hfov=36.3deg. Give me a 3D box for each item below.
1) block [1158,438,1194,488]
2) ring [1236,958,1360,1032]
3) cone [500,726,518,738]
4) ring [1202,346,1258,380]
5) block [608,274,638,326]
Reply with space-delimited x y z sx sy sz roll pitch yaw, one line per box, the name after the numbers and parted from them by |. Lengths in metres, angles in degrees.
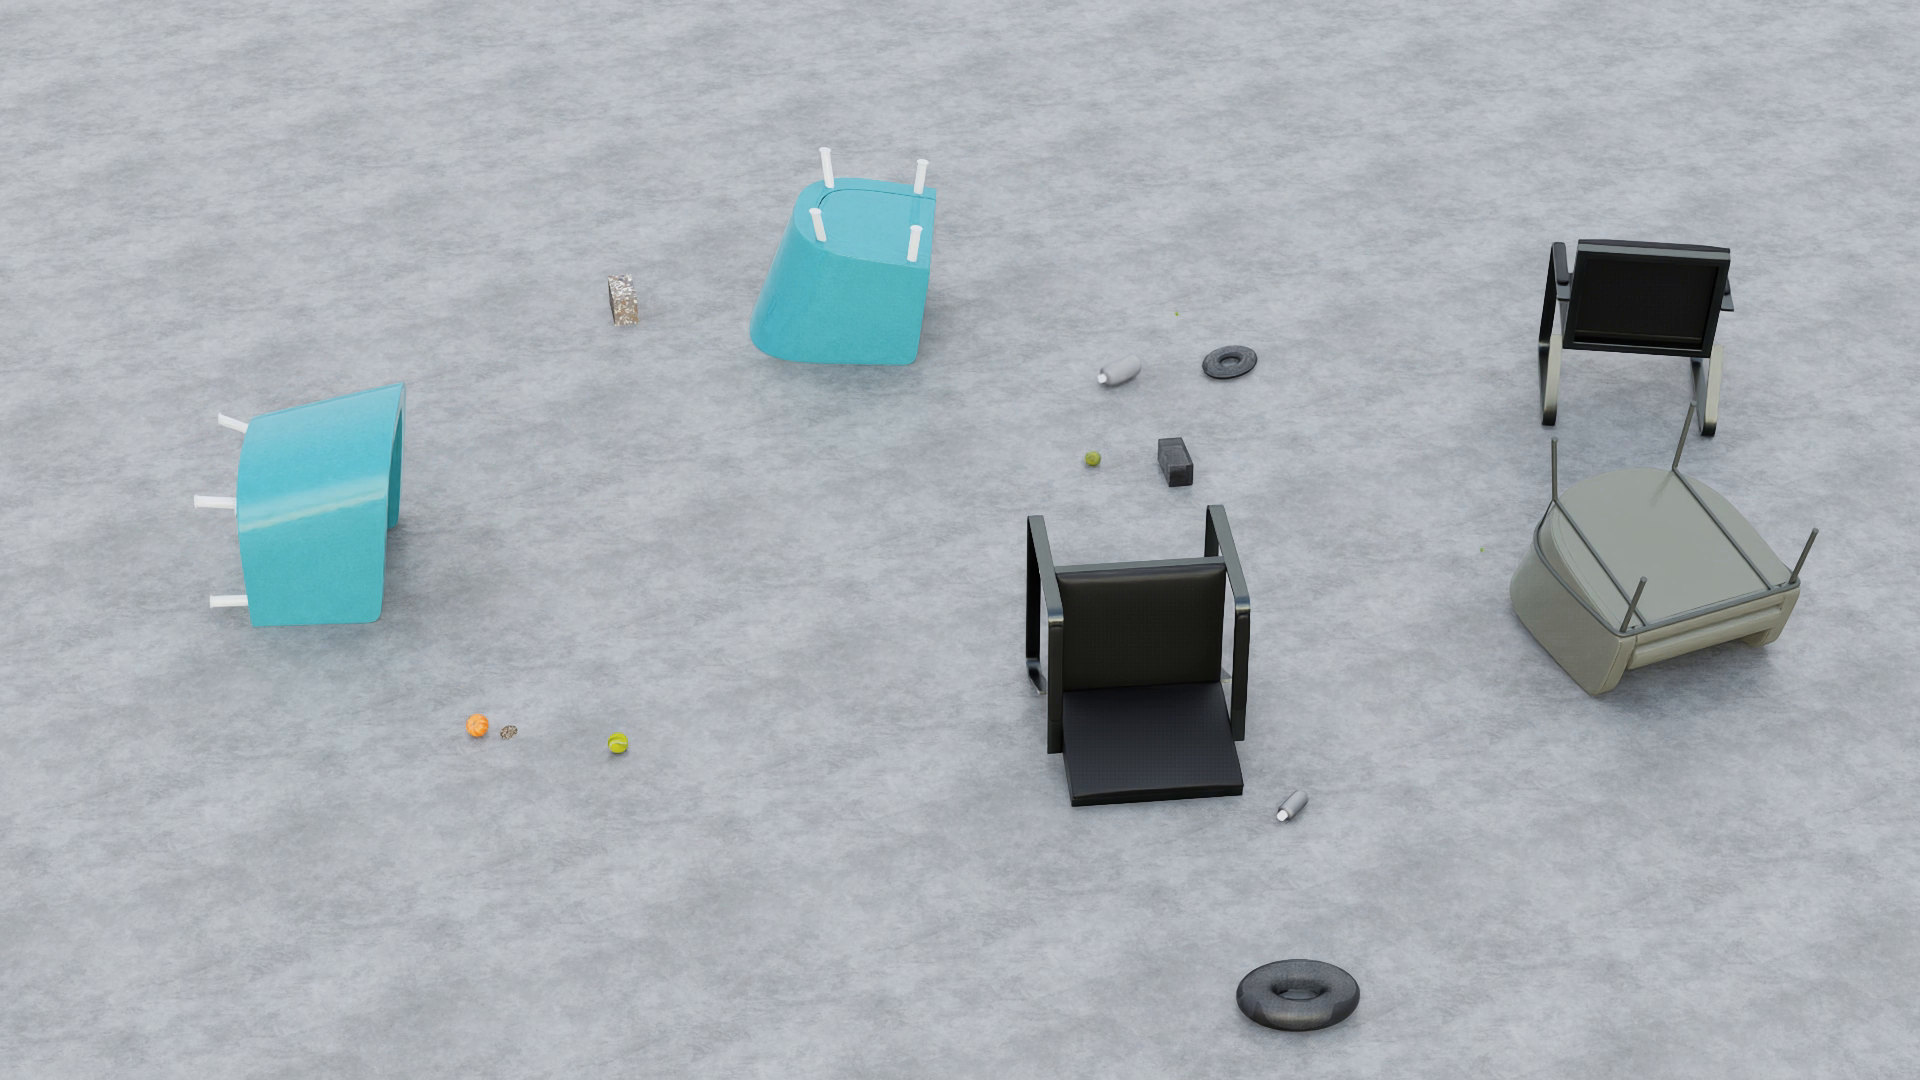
0.831 -0.301 11.316 0.093 0.094 0.205 -5 34 -8 | block
1.013 1.363 8.783 0.375 0.104 0.262 -3 35 -3 | ring
-1.539 0.644 9.947 0.062 0.047 0.063 -17 17 -21 | cone
1.105 -0.729 12.012 0.201 0.043 0.276 24 41 31 | ring
-1.421 -1.014 12.367 0.099 0.127 0.209 -7 34 -10 | block
